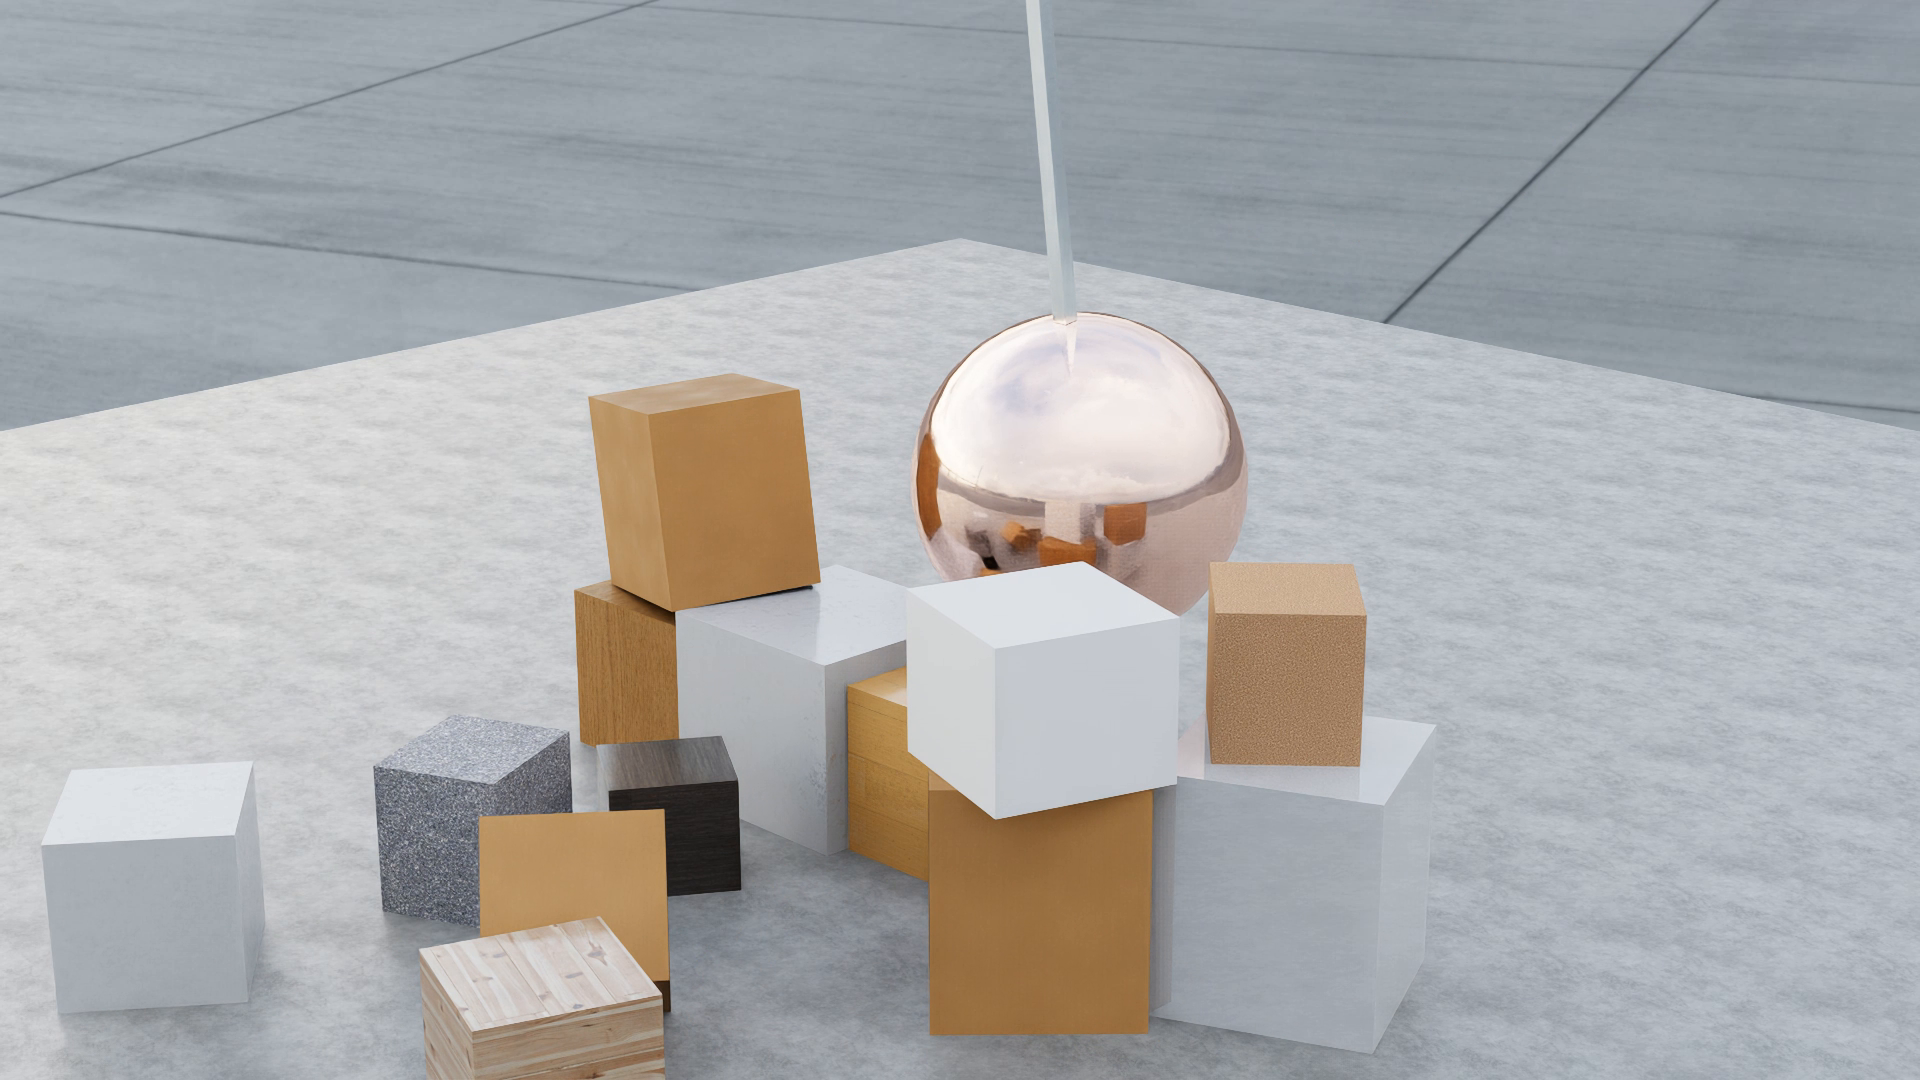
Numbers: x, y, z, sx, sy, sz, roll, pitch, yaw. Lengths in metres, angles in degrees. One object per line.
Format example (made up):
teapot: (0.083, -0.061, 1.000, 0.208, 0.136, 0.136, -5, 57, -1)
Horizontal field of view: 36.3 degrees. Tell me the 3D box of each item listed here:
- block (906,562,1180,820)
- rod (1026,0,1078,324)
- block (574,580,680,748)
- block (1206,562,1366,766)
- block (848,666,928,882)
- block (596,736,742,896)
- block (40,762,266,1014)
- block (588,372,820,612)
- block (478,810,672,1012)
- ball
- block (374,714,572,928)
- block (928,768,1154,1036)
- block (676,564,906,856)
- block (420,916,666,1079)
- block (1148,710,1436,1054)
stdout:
block: (0.323, 0.584, 11.732, 0.807, 0.700, 0.801, -9, 19, -25)
rod: (0.243, -3.398, 12.529, 0.080, 5.200, 0.080, 17, 32, 42)
block: (-1.313, 0.643, 14.929, 0.900, 0.822, 0.902, -17, 24, -42)
block: (1.332, 0.504, 12.070, 0.600, 0.646, 0.666, 1, 17, 3)
block: (0.032, 1.057, 13.617, 0.767, 0.818, 0.791, 17, 24, 42)
block: (-1.336, 1.268, 13.417, 0.582, 0.536, 0.565, -4, 18, -12)
block: (-3.403, 1.460, 12.442, 0.769, 0.754, 0.820, -2, 18, -7)
block: (-1.274, -0.255, 14.564, 0.783, 0.966, 0.891, -11, 13, -24)
block: (-1.547, 1.522, 11.850, 0.728, 0.683, 0.747, -2, -18, -6)
ball: (0.562, -0.278, 13.843, 1.600, 1.600, 1.600, 0, 17, 0)
block: (-2.172, 1.260, 13.173, 0.600, 0.697, 0.687, 7, 19, 20)
block: (0.315, 1.360, 12.227, 0.890, 1.074, 0.942, 0, 17, -1)
block: (-0.619, 0.798, 14.234, 1.050, 0.942, 1.070, -16, 24, -42)
block: (-1.560, 1.942, 10.962, 0.711, 0.722, 0.740, -8, 19, -23)
block: (1.381, 1.368, 12.195, 0.957, 1.078, 0.938, 7, 19, 20)
